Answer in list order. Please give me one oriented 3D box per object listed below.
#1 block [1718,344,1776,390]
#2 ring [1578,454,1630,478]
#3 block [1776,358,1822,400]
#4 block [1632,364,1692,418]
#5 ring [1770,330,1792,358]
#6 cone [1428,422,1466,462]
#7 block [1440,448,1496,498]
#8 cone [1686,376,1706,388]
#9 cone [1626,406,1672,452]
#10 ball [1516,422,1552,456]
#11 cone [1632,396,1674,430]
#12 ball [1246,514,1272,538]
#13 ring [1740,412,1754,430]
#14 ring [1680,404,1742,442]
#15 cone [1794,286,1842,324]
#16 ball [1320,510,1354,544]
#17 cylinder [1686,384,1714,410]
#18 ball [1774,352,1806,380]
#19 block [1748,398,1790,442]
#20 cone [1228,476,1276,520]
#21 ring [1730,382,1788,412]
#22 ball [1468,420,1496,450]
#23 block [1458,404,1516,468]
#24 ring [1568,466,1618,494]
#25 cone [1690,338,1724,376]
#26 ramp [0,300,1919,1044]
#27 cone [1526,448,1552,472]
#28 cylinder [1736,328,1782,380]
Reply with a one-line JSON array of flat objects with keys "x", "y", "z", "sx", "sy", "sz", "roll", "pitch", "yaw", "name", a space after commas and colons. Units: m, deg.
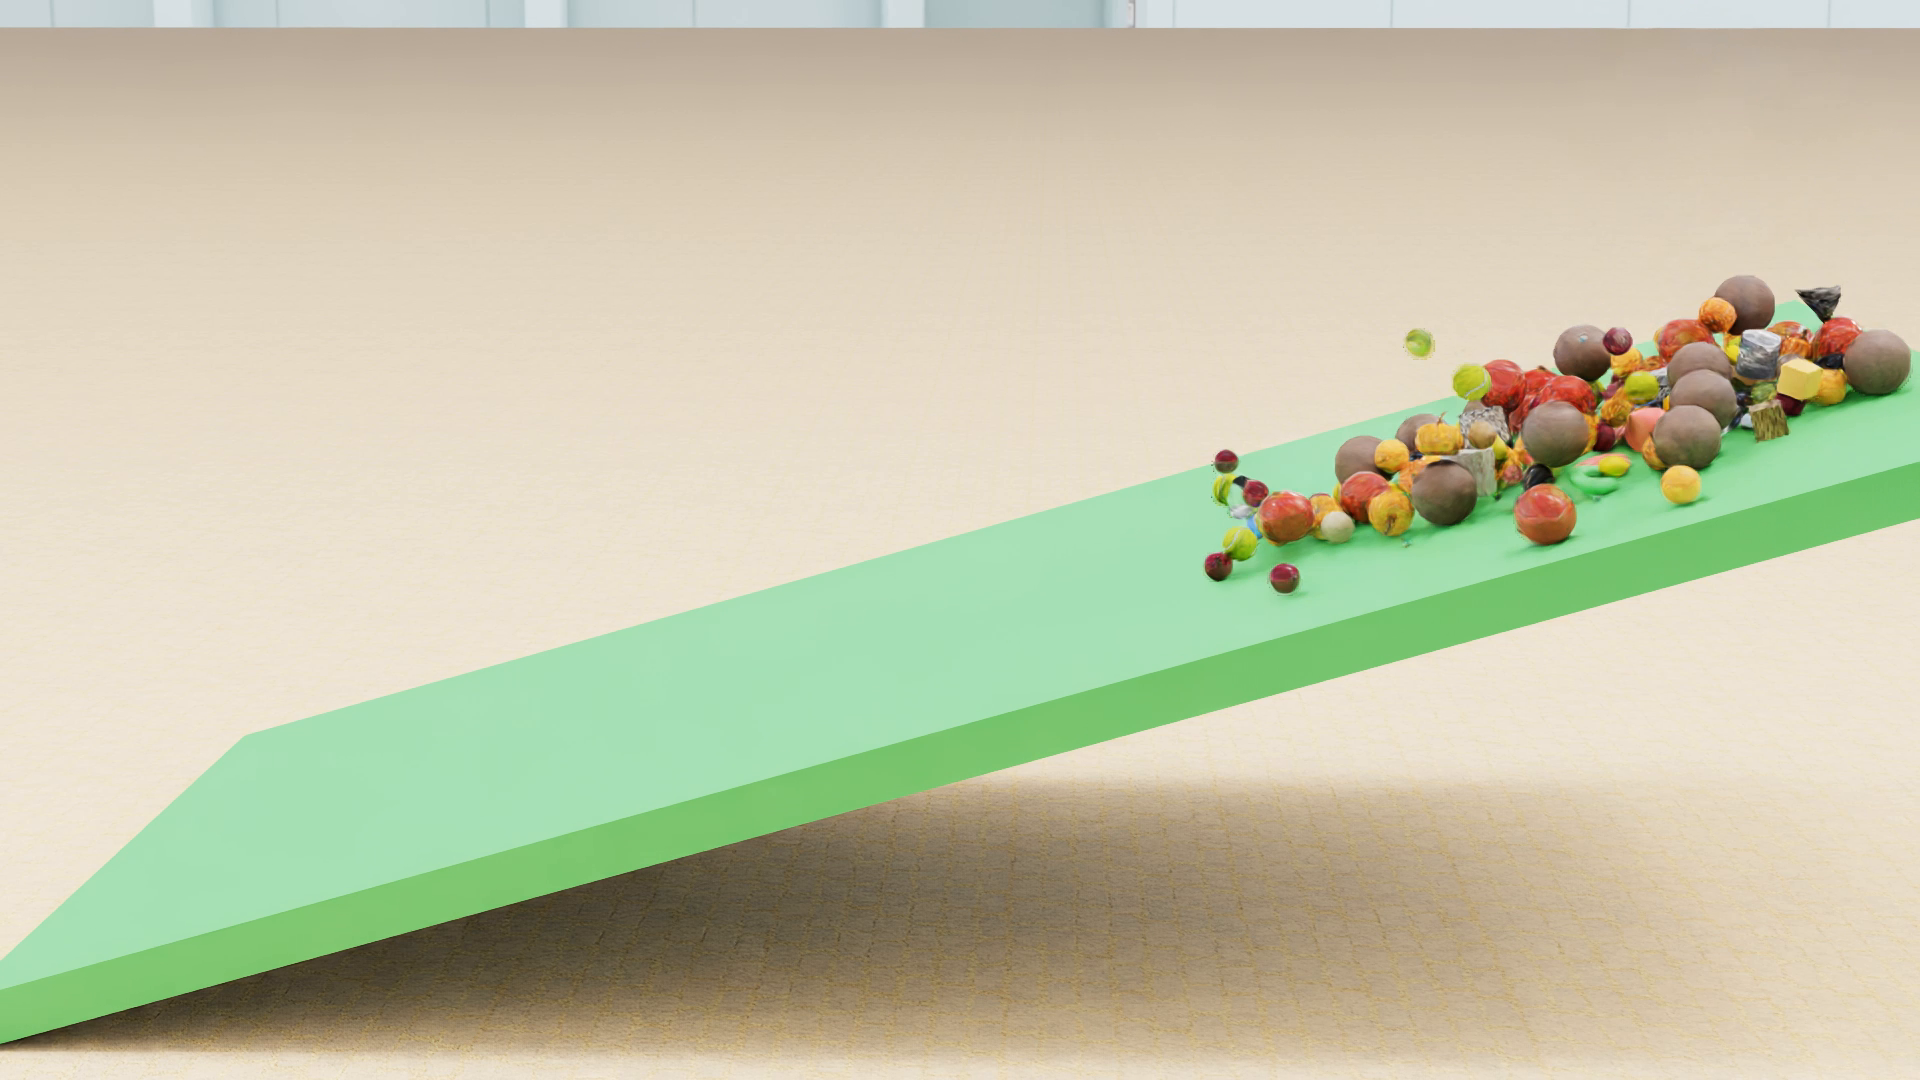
[{"x": 1.651, "y": -0.352, "z": 6.136, "sx": 0.078, "sy": 0.078, "sz": 0.078, "roll": 35, "pitch": -2, "yaw": -13, "name": "block"}, {"x": 1.265, "y": -0.140, "z": 5.803, "sx": 0.114, "sy": 0.038, "sz": 0.114, "roll": -17, "pitch": 10, "yaw": 3, "name": "ring"}, {"x": 1.656, "y": -0.317, "z": 5.801, "sx": 0.058, "sy": 0.058, "sz": 0.058, "roll": 27, "pitch": 32, "yaw": 37, "name": "block"}, {"x": 1.482, "y": -0.308, "z": 6.205, "sx": 0.093, "sy": 0.093, "sz": 0.093, "roll": -14, "pitch": 9, "yaw": 26, "name": "block"}, {"x": 1.772, "y": -0.428, "z": 6.468, "sx": 0.109, "sy": 0.036, "sz": 0.109, "roll": -11, "pitch": 25, "yaw": 5, "name": "ring"}, {"x": 1.087, "y": -0.208, "z": 6.475, "sx": 0.087, "sy": 0.087, "sz": 0.087, "roll": 9, "pitch": 9, "yaw": -9, "name": "cone"}, {"x": 1.014, "y": -0.133, "z": 5.870, "sx": 0.088, "sy": 0.088, "sz": 0.088, "roll": -3, "pitch": 6, "yaw": 24, "name": "block"}, {"x": 1.576, "y": -0.312, "z": 6.265, "sx": 0.065, "sy": 0.065, "sz": 0.065, "roll": 10, "pitch": -2, "yaw": 44, "name": "cone"}, {"x": 1.360, "y": -0.237, "z": 5.887, "sx": 0.098, "sy": 0.098, "sz": 0.098, "roll": 8, "pitch": -12, "yaw": 37, "name": "cone"}, {"x": 1.206, "y": -0.209, "z": 6.174, "sx": 0.075, "sy": 0.075, "sz": 0.075, "roll": 0, "pitch": 11, "yaw": 0, "name": "ball"}, {"x": 1.445, "y": -0.245, "z": 6.085, "sx": 0.083, "sy": 0.083, "sz": 0.083, "roll": -9, "pitch": 32, "yaw": -41, "name": "cone"}, {"x": 0.628, "y": -0.029, "z": 6.187, "sx": 0.053, "sy": 0.053, "sz": 0.053, "roll": 0, "pitch": 11, "yaw": 0, "name": "ball"}, {"x": 1.593, "y": -0.241, "z": 5.850, "sx": 0.083, "sy": 0.028, "sz": 0.083, "roll": -16, "pitch": 9, "yaw": 3, "name": "ring"}, {"x": 1.505, "y": -0.234, "z": 5.896, "sx": 0.131, "sy": 0.044, "sz": 0.131, "roll": -23, "pitch": 7, "yaw": 3, "name": "ring"}, {"x": 1.780, "y": -0.505, "z": 6.134, "sx": 0.084, "sy": 0.084, "sz": 0.084, "roll": 21, "pitch": 12, "yaw": 2, "name": "cone"}, {"x": 0.757, "y": -0.025, "z": 5.905, "sx": 0.068, "sy": 0.068, "sz": 0.068, "roll": 0, "pitch": 11, "yaw": 0, "name": "ball"}, {"x": 1.547, "y": -0.299, "z": 6.148, "sx": 0.051, "sy": 0.051, "sz": 0.051, "roll": 4, "pitch": 2, "yaw": 20, "name": "cylinder"}, {"x": 1.715, "y": -0.351, "z": 6.064, "sx": 0.070, "sy": 0.070, "sz": 0.070, "roll": 0, "pitch": 11, "yaw": 0, "name": "ball"}, {"x": 1.575, "y": -0.233, "z": 5.730, "sx": 0.062, "sy": 0.062, "sz": 0.062, "roll": -14, "pitch": 10, "yaw": 14, "name": "block"}, {"x": 0.658, "y": -0.090, "z": 6.475, "sx": 0.098, "sy": 0.098, "sz": 0.098, "roll": 4, "pitch": 7, "yaw": -33, "name": "cone"}, {"x": 1.642, "y": -0.295, "z": 6.041, "sx": 0.119, "sy": 0.040, "sz": 0.119, "roll": -15, "pitch": 10, "yaw": 3, "name": "ring"}, {"x": 1.026, "y": -0.206, "z": 5.778, "sx": 0.056, "sy": 0.056, "sz": 0.056, "roll": 0, "pitch": 11, "yaw": 0, "name": "ball"}, {"x": 1.109, "y": -0.212, "z": 6.185, "sx": 0.093, "sy": 0.093, "sz": 0.093, "roll": -14, "pitch": -32, "yaw": 13, "name": "block"}, {"x": 1.223, "y": -0.117, "z": 5.681, "sx": 0.094, "sy": 0.031, "sz": 0.094, "roll": 4, "pitch": 26, "yaw": -2, "name": "ring"}, {"x": 1.576, "y": -0.382, "z": 6.276, "sx": 0.080, "sy": 0.080, "sz": 0.080, "roll": -2, "pitch": -8, "yaw": -12, "name": "cone"}, {"x": 0.089, "y": 0.188, "z": 6.322, "sx": 4.000, "sy": 0.100, "sz": 2.000, "roll": -16, "pitch": 10, "yaw": 5, "name": "ramp"}, {"x": 1.172, "y": -0.151, "z": 5.966, "sx": 0.054, "sy": 0.054, "sz": 0.054, "roll": 3, "pitch": 37, "yaw": 15, "name": "cone"}, {"x": 1.620, "y": -0.376, "z": 5.968, "sx": 0.079, "sy": 0.079, "sz": 0.079, "roll": 3, "pitch": 28, "yaw": -2, "name": "cylinder"}]
